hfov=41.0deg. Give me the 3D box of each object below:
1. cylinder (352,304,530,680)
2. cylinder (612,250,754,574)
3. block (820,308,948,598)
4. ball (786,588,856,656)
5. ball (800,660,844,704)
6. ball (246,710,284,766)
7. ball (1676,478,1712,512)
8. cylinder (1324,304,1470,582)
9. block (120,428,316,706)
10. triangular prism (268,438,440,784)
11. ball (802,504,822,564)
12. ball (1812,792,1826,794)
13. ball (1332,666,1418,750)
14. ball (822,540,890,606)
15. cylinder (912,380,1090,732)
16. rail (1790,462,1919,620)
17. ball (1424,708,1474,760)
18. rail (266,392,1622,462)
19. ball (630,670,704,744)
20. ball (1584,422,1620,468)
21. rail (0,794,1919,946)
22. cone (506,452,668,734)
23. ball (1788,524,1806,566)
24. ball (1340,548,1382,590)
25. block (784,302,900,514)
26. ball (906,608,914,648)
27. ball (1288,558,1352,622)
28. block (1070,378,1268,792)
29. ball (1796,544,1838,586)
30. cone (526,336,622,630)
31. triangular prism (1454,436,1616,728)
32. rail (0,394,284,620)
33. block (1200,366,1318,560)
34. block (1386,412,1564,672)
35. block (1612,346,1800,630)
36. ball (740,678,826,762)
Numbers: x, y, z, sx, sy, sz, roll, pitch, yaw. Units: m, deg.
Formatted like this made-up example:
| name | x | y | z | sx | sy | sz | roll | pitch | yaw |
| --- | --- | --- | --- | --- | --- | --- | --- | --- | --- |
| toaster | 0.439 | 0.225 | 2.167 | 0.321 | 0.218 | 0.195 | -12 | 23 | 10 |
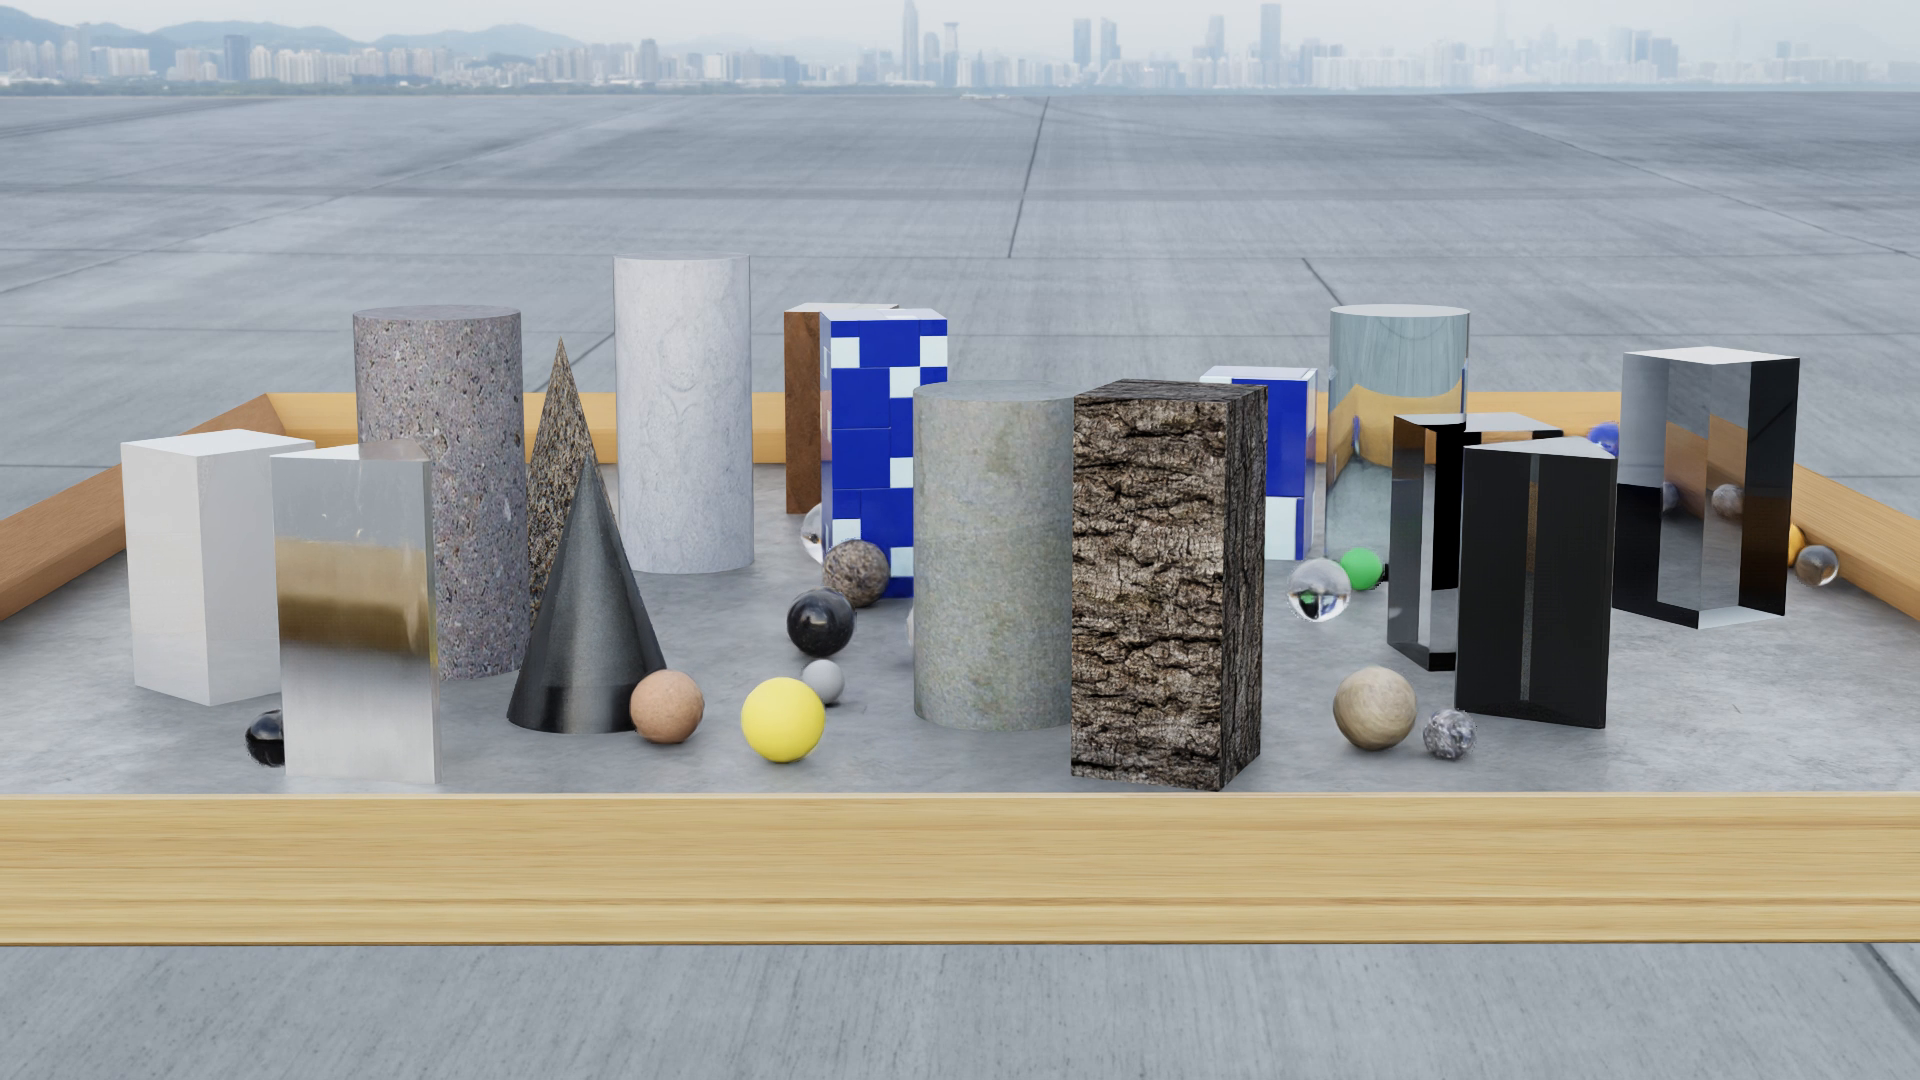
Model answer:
| name | x | y | z | sx | sy | sz | roll | pitch | yaw |
| --- | --- | --- | --- | --- | --- | --- | --- | --- | --- |
| cylinder | -0.631 | -0.062 | 3.136 | 0.199 | 0.433 | 0.199 | 0 | 10 | 0 |
| cylinder | -0.406 | -0.192 | 3.782 | 0.199 | 0.453 | 0.199 | 0 | 10 | 0 |
| block | -0.108 | -0.123 | 3.596 | 0.159 | 0.386 | 0.159 | -2 | 11 | -8 |
| ball | -0.174 | 0.102 | 3.200 | 0.086 | 0.086 | 0.086 | 0 | 10 | 0 |
| ball | -0.159 | 0.164 | 2.961 | 0.052 | 0.052 | 0.052 | 0 | 10 | 0 |
| ball | -0.721 | 0.209 | 2.698 | 0.059 | 0.059 | 0.059 | 0 | 10 | 0 |
| ball | 1.215 | -0.076 | 4.245 | 0.056 | 0.056 | 0.056 | 0 | 10 | 0 |
| cylinder | 0.634 | -0.144 | 3.729 | 0.199 | 0.379 | 0.199 | 0 | 10 | 0 |
| block | -0.871 | 0.028 | 3.037 | 0.159 | 0.291 | 0.159 | 9 | 14 | 41 |
| triangular prism | -0.604 | 0.069 | 2.696 | 0.172 | 0.335 | 0.149 | 2 | 11 | 12 |
| ball | -0.186 | -0.010 | 3.780 | 0.096 | 0.096 | 0.096 | 0 | 10 | 0 |
| ball | 0.776 | 0.269 | 2.315 | 0.081 | 0.081 | 0.081 | 0 | 10 | 0 |
| ball | 0.447 | 0.181 | 2.764 | 0.090 | 0.090 | 0.090 | 0 | 10 | 0 |
| ball | -0.141 | 0.045 | 3.493 | 0.092 | 0.092 | 0.092 | 0 | 10 | 0 |
| cylinder | 0.047 | 0.013 | 2.907 | 0.199 | 0.368 | 0.199 | 0 | 10 | 0 |
| rail | 1.252 | 0.032 | 3.456 | 0.045 | 0.129 | 2.661 | 0 | 10 | 0 |
| ball | 0.519 | 0.206 | 2.726 | 0.054 | 0.054 | 0.054 | 0 | 10 | 0 |
| rail | -0.008 | -0.204 | 4.733 | 2.552 | 0.129 | 0.045 | 0 | 10 | 0 |
| ball | -0.319 | 0.181 | 2.792 | 0.080 | 0.080 | 0.080 | 0 | 10 | 0 |
| ball | 1.183 | -0.172 | 4.682 | 0.087 | 0.087 | 0.087 | 0 | 10 | 0 |
| rail | 0.008 | 0.271 | 2.164 | 2.552 | 0.129 | 0.045 | 0 | 10 | 0 |
| cone | -0.417 | 0.048 | 2.901 | 0.199 | 0.302 | 0.199 | 0 | 10 | 0 |
| ball | 1.207 | 0.007 | 3.767 | 0.067 | 0.067 | 0.067 | 0 | 10 | 0 |
| ball | 0.564 | 0.040 | 3.608 | 0.060 | 0.060 | 0.060 | 0 | 10 | 0 |
| block | -0.194 | -0.219 | 4.256 | 0.159 | 0.333 | 0.159 | 2 | 11 | 10 |
| ball | -0.027 | 0.109 | 3.182 | 0.079 | 0.079 | 0.079 | 0 | 10 | 0 |
| ball | 0.477 | 0.066 | 3.400 | 0.085 | 0.085 | 0.085 | 0 | 10 | 0 |
| block | 0.219 | 0.042 | 2.672 | 0.159 | 0.397 | 0.159 | 4 | 11 | 21 |
| ball | 1.215 | 0.035 | 3.639 | 0.058 | 0.058 | 0.058 | 0 | 10 | 0 |
| cone | -0.525 | -0.084 | 3.405 | 0.199 | 0.379 | 0.199 | 0 | 10 | 0 |
| triangular prism | 0.678 | 0.041 | 2.932 | 0.172 | 0.304 | 0.149 | 6 | 12 | 30 |
| rail | -1.252 | 0.035 | 3.442 | 0.045 | 0.129 | 2.661 | 0 | 10 | 0 |
| block | 0.452 | -0.119 | 3.894 | 0.159 | 0.270 | 0.159 | 2 | 11 | 13 |
| block | 0.636 | -0.001 | 3.186 | 0.159 | 0.294 | 0.159 | -2 | 11 | -9 |
| block | 0.995 | -0.074 | 3.432 | 0.159 | 0.348 | 0.159 | -6 | 12 | -29 |
| ball | -0.188 | 0.190 | 2.718 | 0.089 | 0.089 | 0.089 | 0 | 10 | 0 |
